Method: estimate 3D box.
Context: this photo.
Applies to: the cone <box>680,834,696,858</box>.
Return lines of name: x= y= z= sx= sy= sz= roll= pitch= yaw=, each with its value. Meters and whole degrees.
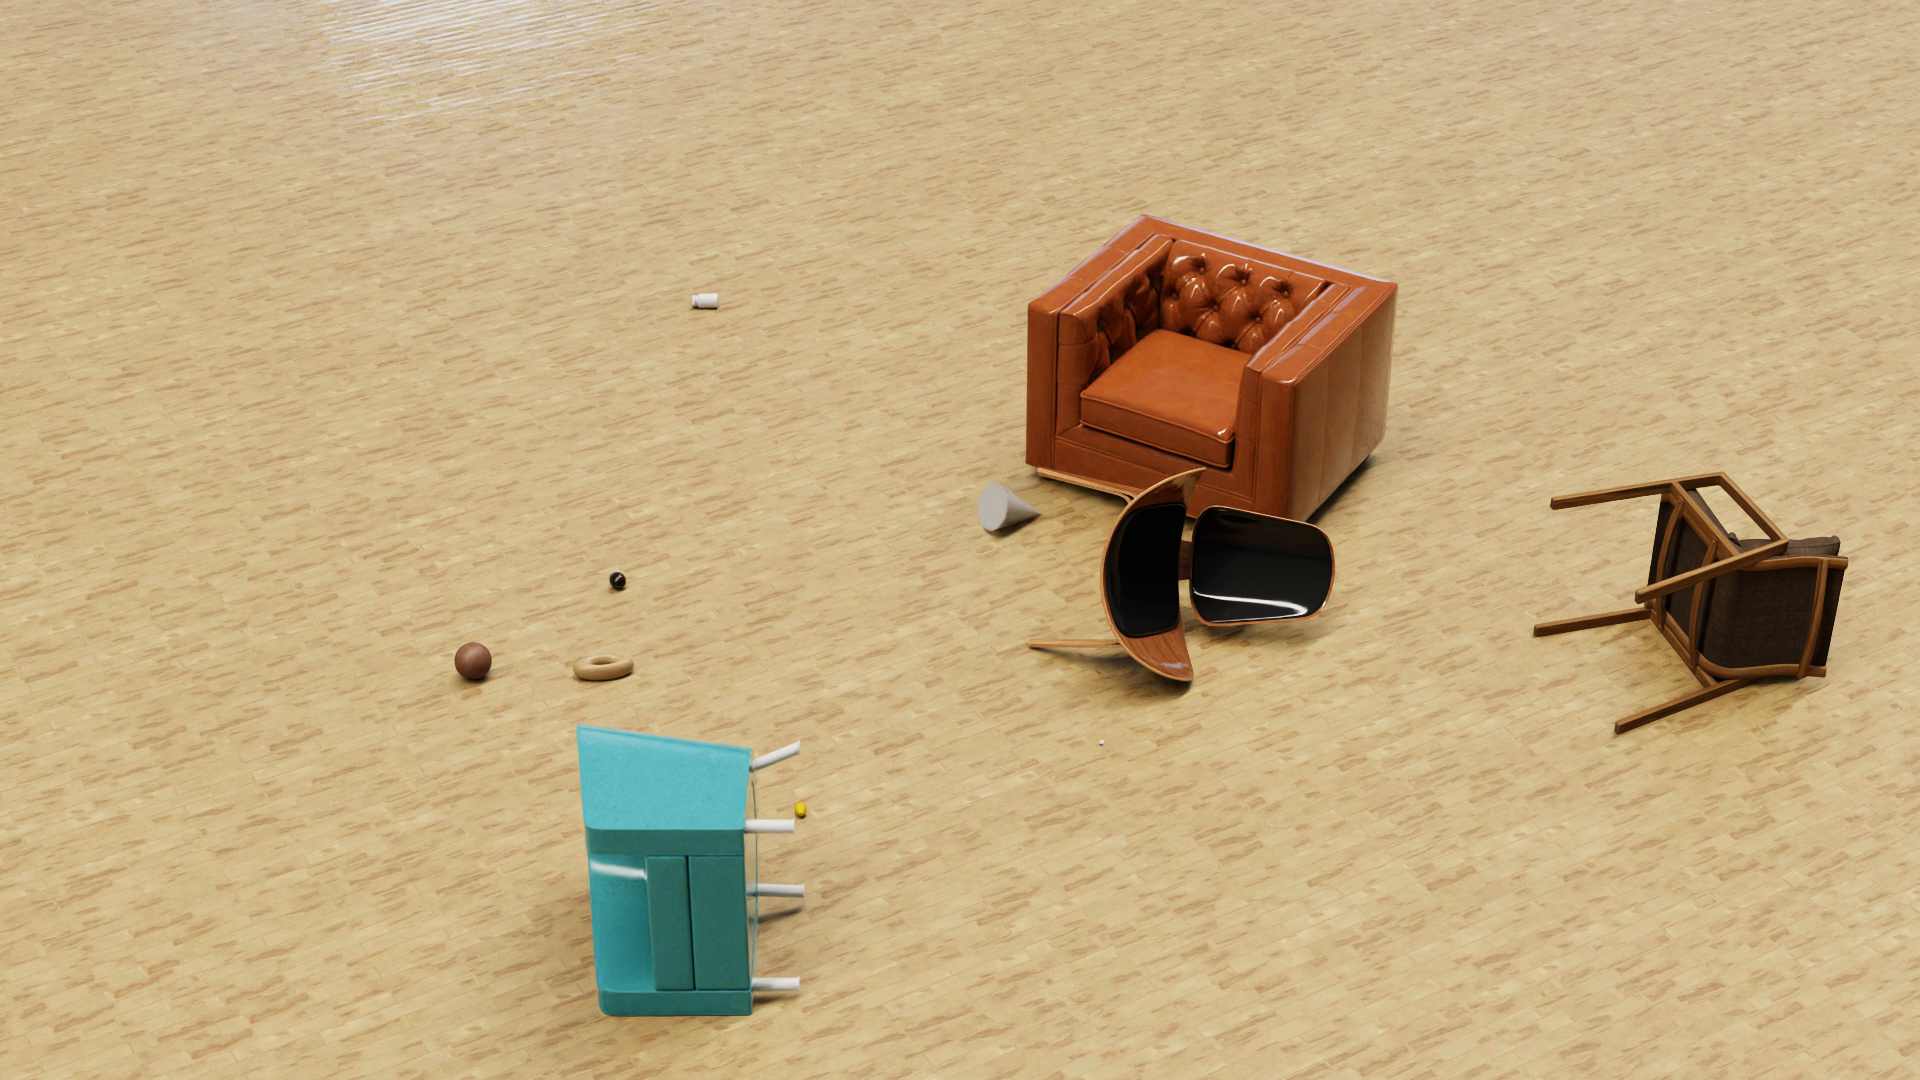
cone: x=-0.874 y=0.970 z=9.393 sx=0.038 sy=0.087 sz=0.058 roll=19 pitch=38 yaw=26

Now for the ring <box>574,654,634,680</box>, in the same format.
ring: x=-1.242 y=0.443 z=10.219 sx=0.213 sy=0.061 sz=0.101 roll=-5 pitch=32 yaw=-9

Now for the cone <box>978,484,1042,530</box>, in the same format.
cone: x=0.218 y=-0.109 z=11.032 sx=0.223 sy=0.180 sz=0.211 roll=9 pitch=3 yaw=-30
